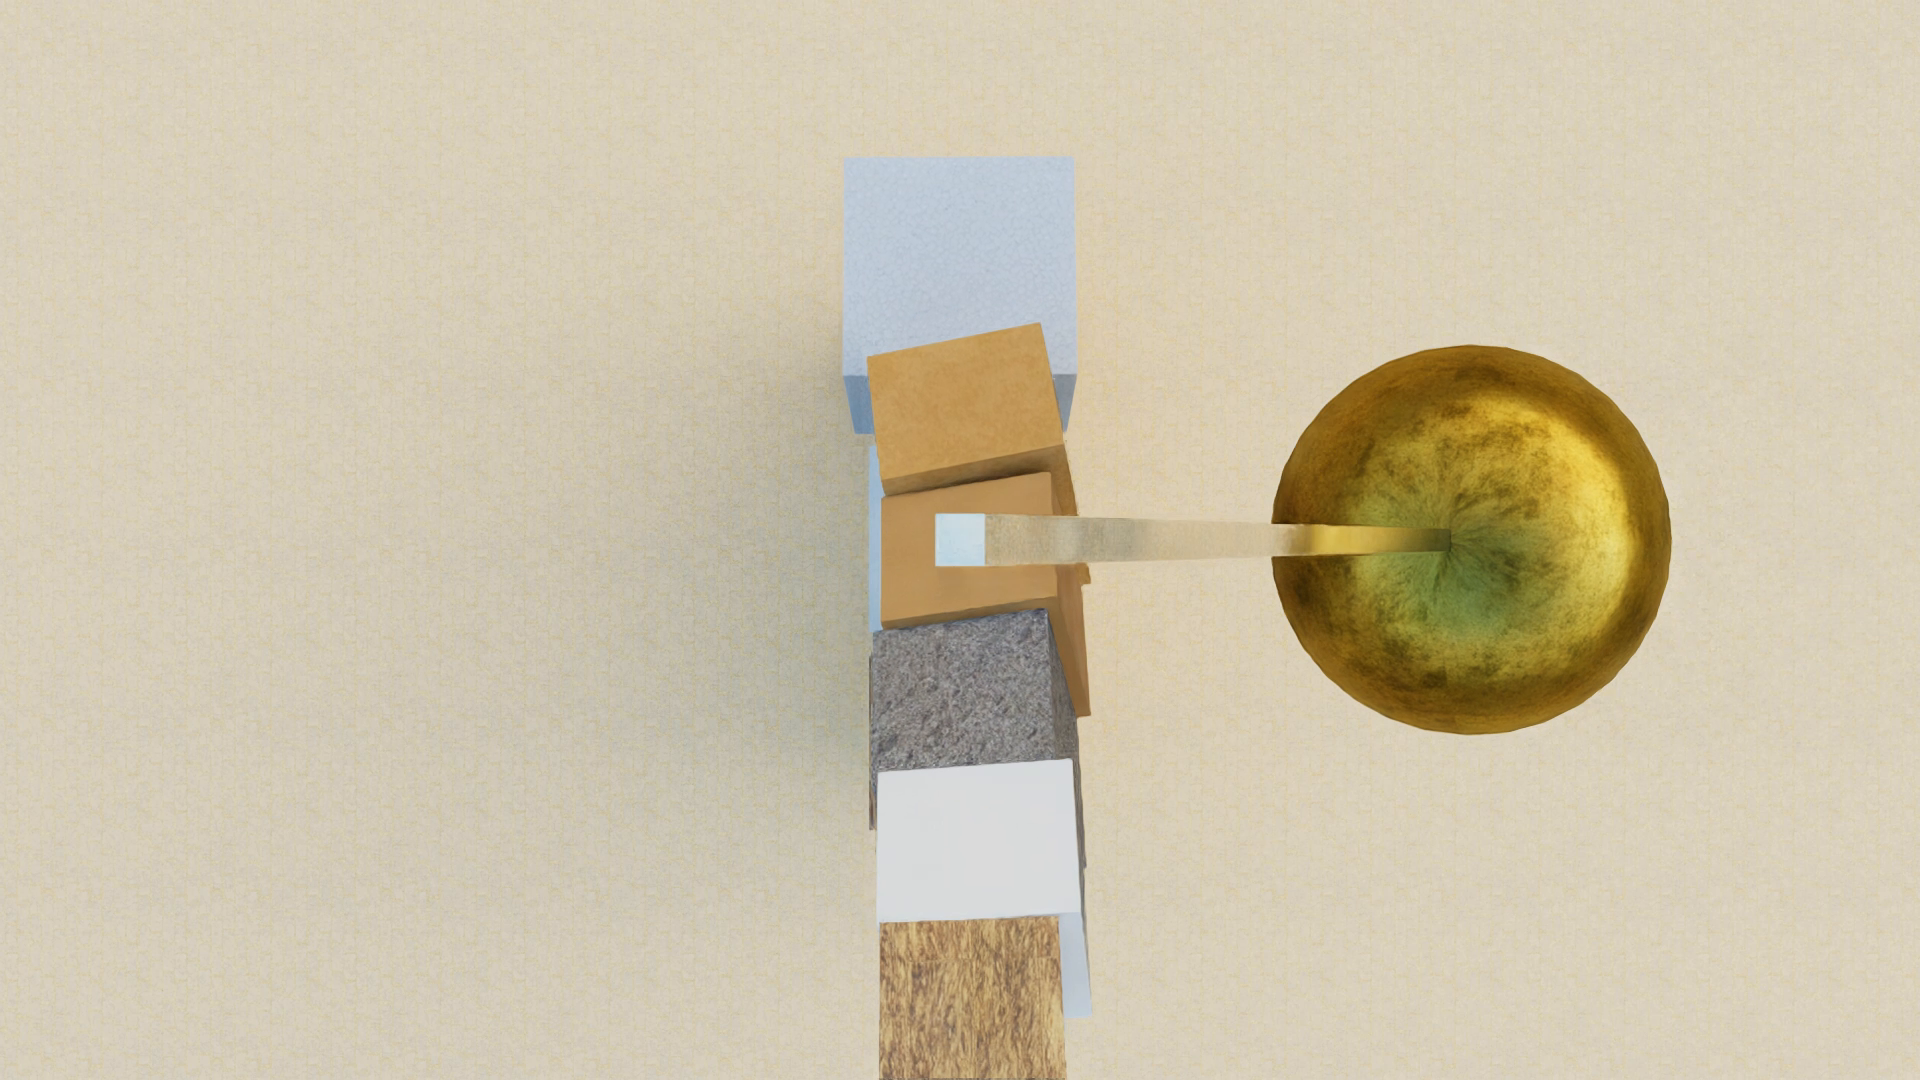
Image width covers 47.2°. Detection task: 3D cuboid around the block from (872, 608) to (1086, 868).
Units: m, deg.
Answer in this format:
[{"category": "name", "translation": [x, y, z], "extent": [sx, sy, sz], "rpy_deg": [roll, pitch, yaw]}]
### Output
[{"category": "block", "translation": [0.086, 0.918, 9.621], "extent": [0.773, 0.824, 0.809], "rpy_deg": [-8, 48, 8]}]

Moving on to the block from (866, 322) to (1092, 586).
[{"category": "block", "translation": [0.094, -0.333, 10.602], "extent": [0.850, 0.995, 0.823], "rpy_deg": [-11, 48, 3]}]

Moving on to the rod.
[{"category": "rod", "translation": [0.899, 0.000, 5.808], "extent": [0.080, 5.200, 0.080], "rpy_deg": [0, 90, 20]}]

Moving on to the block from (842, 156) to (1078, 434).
[{"category": "block", "translation": [0.000, -1.258, 11.560], "extent": [1.160, 1.196, 1.138], "rpy_deg": [0, 79, 0]}]

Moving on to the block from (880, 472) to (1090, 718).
[{"category": "block", "translation": [0.121, 0.307, 10.095], "extent": [0.784, 0.887, 0.733], "rpy_deg": [-9, 48, 8]}]

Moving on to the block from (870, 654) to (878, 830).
[{"category": "block", "translation": [0.004, 1.026, 11.543], "extent": [0.924, 0.916, 0.874], "rpy_deg": [0, 90, 0]}]

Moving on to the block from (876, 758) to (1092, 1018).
[{"category": "block", "translation": [0.107, 1.467, 9.084], "extent": [0.798, 0.834, 0.721], "rpy_deg": [-4, 49, 4]}]

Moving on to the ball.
[{"category": "ball", "translation": [2.074, 0.000, 8.998], "extent": [1.600, 1.600, 1.600], "rpy_deg": [0, 90, 0]}]

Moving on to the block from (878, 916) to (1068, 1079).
[{"category": "block", "translation": [0.057, 2.046, 8.549], "extent": [0.693, 0.771, 0.851], "rpy_deg": [-2, 49, 1]}]

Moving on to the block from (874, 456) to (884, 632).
[{"category": "block", "translation": [-0.005, 0.071, 11.626], "extent": [0.871, 0.791, 0.894], "rpy_deg": [0, 82, 0]}]

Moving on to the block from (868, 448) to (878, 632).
[{"category": "block", "translation": [0.012, 0.004, 12.540], "extent": [1.021, 0.920, 1.021], "rpy_deg": [0, 90, 0]}]
